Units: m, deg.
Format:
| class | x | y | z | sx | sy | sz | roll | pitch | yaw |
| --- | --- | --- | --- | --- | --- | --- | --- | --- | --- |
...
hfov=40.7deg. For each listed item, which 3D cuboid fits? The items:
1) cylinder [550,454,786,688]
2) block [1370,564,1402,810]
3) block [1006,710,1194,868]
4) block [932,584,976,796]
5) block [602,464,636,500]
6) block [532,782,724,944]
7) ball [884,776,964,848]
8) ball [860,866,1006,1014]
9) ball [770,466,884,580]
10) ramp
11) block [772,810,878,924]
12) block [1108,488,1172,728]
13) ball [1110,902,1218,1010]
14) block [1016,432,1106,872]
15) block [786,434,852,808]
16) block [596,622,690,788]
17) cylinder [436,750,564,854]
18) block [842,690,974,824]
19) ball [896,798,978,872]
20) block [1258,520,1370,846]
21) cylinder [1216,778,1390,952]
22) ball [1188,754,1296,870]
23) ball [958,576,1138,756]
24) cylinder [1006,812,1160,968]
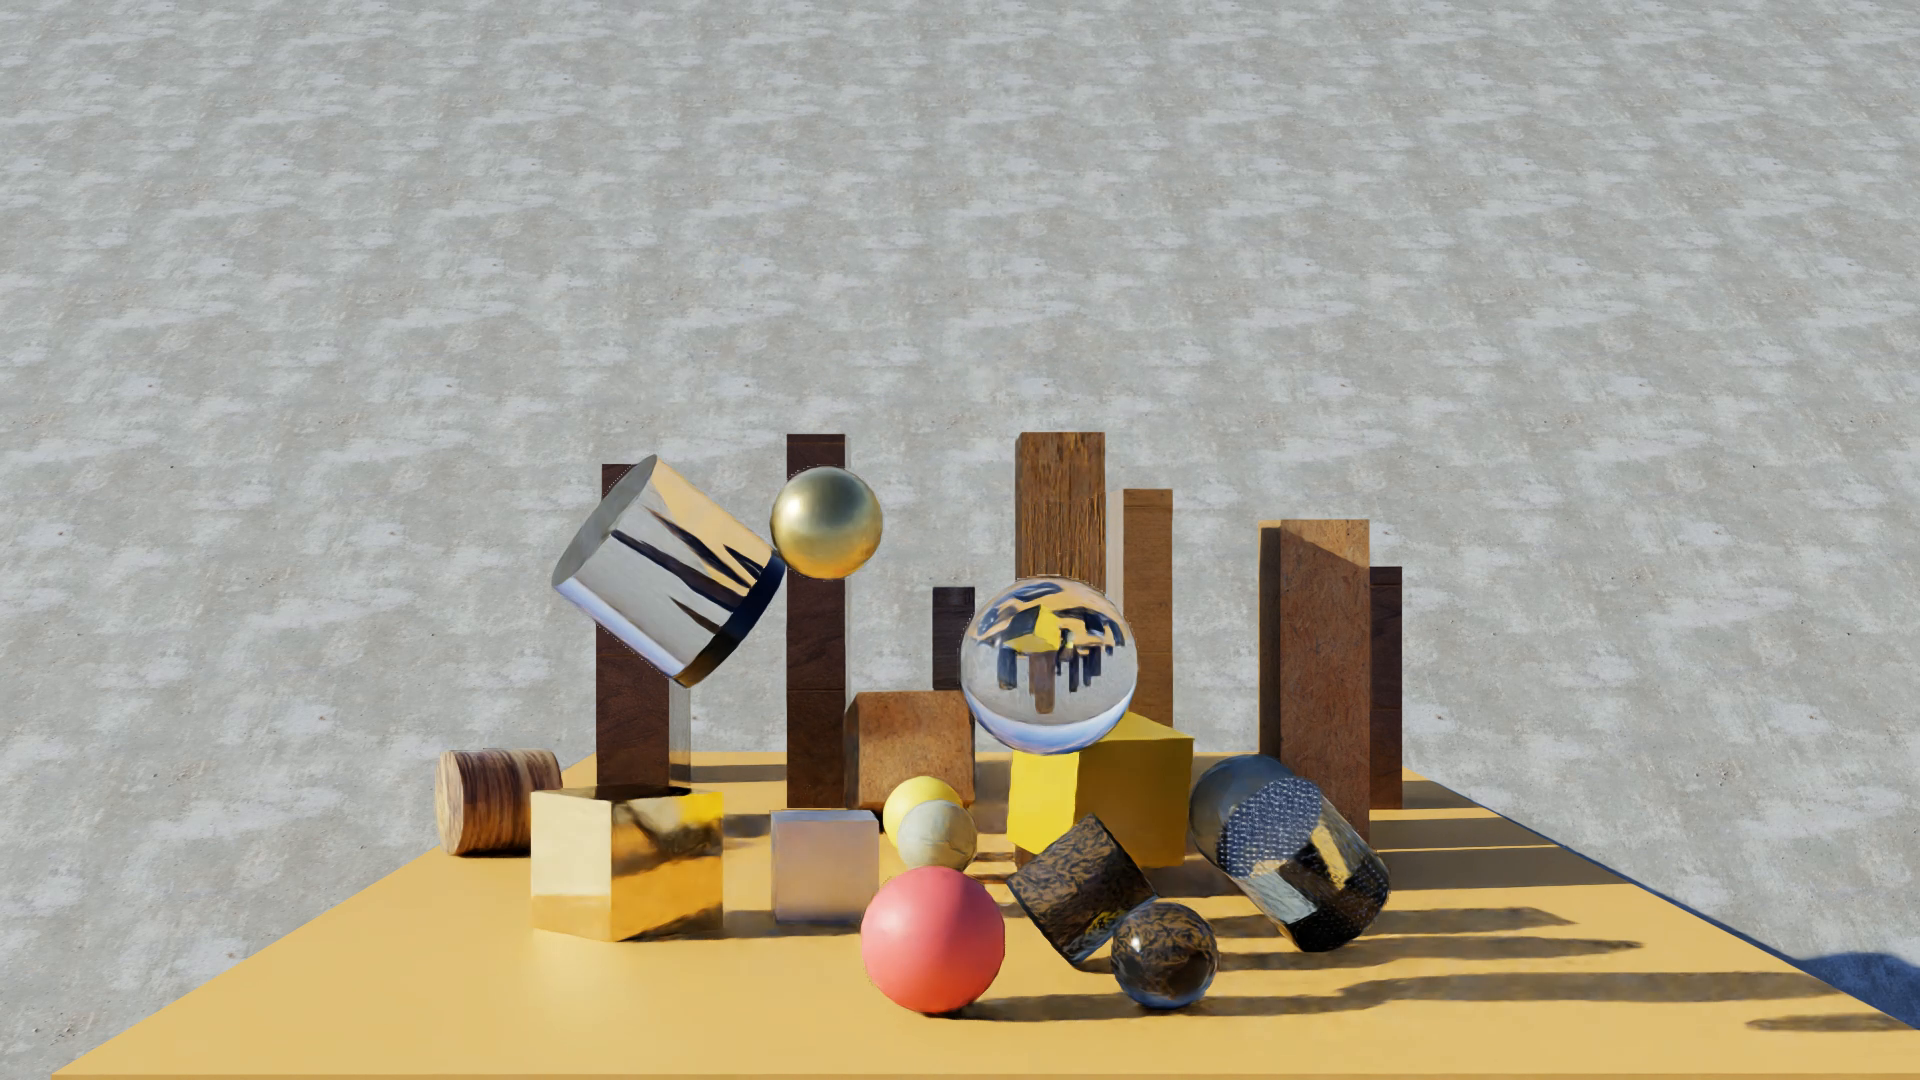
| class | x | y | z | sx | sy | sz | roll | pitch | yaw |
| --- | --- | --- | --- | --- | --- | --- | --- | --- | --- |
| cylinder | -0.331 | 0.035 | 2.939 | 0.190 | 0.190 | 0.190 | 39 | 26 | -16 |
| block | 0.844 | 0.299 | 5.358 | 0.098 | 0.492 | 0.264 | 0 | 0 | 0 |
| block | 0.194 | 0.347 | 3.607 | 0.181 | 0.181 | 0.181 | 0 | 9 | -27 |
| block | -0.013 | 0.322 | 5.722 | 0.090 | 0.445 | 0.442 | 0 | 0 | 0 |
| block | -0.756 | 0.188 | 5.989 | 0.085 | 0.715 | 0.441 | 0 | 0 | 0 |
| block | -0.469 | 0.451 | 3.646 | 0.192 | 0.192 | 0.192 | 0 | 0 | -43 |
| ball | -0.061 | 0.476 | 4.431 | 0.141 | 0.141 | 0.141 | 0 | 30 | 0 |
| ball | -0.031 | 0.463 | 2.994 | 0.169 | 0.169 | 0.169 | 0 | 30 | 0 |
| ball | -0.138 | -0.018 | 2.678 | 0.117 | 0.117 | 0.117 | 0 | 30 | 0 |
| ramp | 0.067 | 0.596 | 4.652 | 2.000 | 0.100 | 4.000 | 0 | 0 | 0 |
| block | -0.197 | 0.474 | 3.760 | 0.146 | 0.146 | 0.146 | 0 | 0 | -7 |
| block | 0.325 | 0.228 | 4.694 | 0.084 | 0.635 | 0.444 | 0 | 0 | 0 |
| ball | 0.238 | 0.484 | 3.012 | 0.126 | 0.126 | 0.126 | 0 | 30 | 0 |
| block | 0.157 | 0.191 | 4.144 | 0.127 | 0.711 | 0.447 | 0 | 0 | 0 |
| block | -0.292 | 0.165 | 5.401 | 0.119 | 0.761 | 0.300 | 0 | 0 | 0 |
| block | -0.597 | 0.314 | 4.904 | 0.133 | 0.464 | 0.377 | 0 | 0 | 0 |
| cylinder | -0.805 | 0.457 | 4.522 | 0.177 | 0.177 | 0.177 | 0 | 27 | -27 |
| block | -0.101 | 0.414 | 4.908 | 0.210 | 0.210 | 0.210 | 0 | 72 | -11 |
| ball | -0.036 | 0.481 | 4.151 | 0.131 | 0.131 | 0.131 | 0 | 30 | 0 |
| block | 0.588 | 0.256 | 4.325 | 0.143 | 0.579 | 0.311 | 0 | 0 | 0 |
| cylinder | 0.454 | 0.430 | 3.420 | 0.164 | 0.164 | 0.164 | -32 | 28 | 20 |
| ball | 0.457 | 0.435 | 4.093 | 0.194 | 0.194 | 0.194 | 0 | 30 | 0 |
| ball | 0.102 | 0.146 | 2.985 | 0.207 | 0.207 | 0.207 | 0 | 30 | 0 |
| cylinder | 0.157 | 0.447 | 3.309 | 0.141 | 0.141 | 0.141 | -39 | 36 | 0 |
